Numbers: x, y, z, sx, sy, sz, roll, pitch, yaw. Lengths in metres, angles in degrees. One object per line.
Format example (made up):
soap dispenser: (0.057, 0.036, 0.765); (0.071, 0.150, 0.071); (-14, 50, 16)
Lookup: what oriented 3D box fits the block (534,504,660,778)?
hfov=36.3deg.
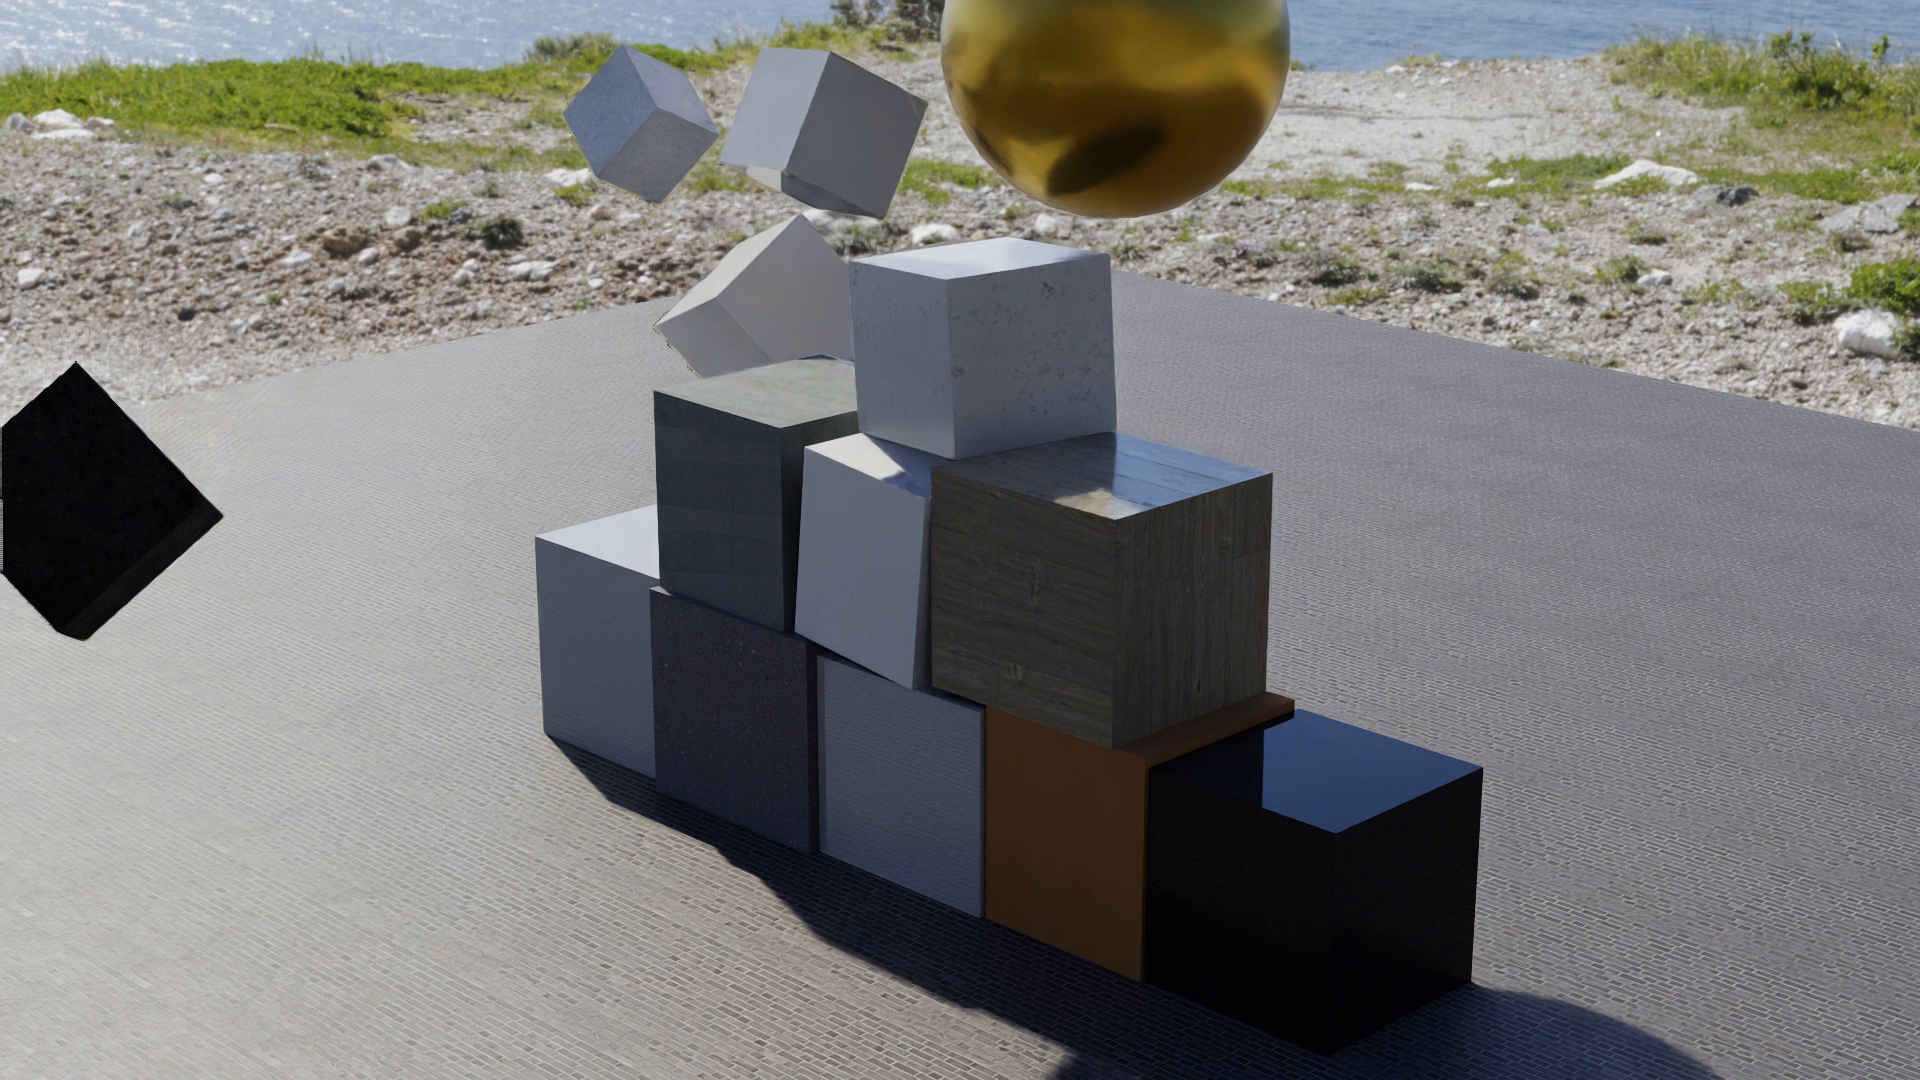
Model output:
block: (-1.445, 0.487, 15.021); (1.005, 1.064, 1.006); (-17, 24, -42)

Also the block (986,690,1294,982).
block: (0.785, 1.185, 12.882); (0.918, 1.015, 0.982); (17, 24, 42)

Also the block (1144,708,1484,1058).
block: (1.473, 1.403, 12.259); (0.983, 0.972, 0.971); (-17, 24, -42)

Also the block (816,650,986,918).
block: (0.091, 0.990, 13.570); (1.062, 0.975, 1.051); (-17, 24, -42)

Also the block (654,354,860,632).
block: (-0.752, -0.248, 14.033); (1.040, 0.976, 0.936); (-16, 23, -41)

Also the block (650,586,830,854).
block: (-0.692, 0.728, 14.293); (1.153, 1.041, 1.124); (-17, 24, -42)

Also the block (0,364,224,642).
block: (-3.404, -0.132, 11.342); (0.734, 0.713, 0.679); (-43, 2, -10)

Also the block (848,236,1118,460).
block: (0.100, -0.879, 13.185); (0.857, 0.791, 0.836); (-12, 16, -30)

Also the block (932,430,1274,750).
block: (0.608, 0.176, 12.732); (0.992, 1.001, 1.080); (-16, 24, -42)

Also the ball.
ball: (0.707, -2.267, 13.370); (1.600, 1.600, 1.600); (0, 17, 0)

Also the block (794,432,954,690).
block: (-0.152, 0.035, 13.347); (0.849, 0.905, 0.788); (-16, 29, -42)

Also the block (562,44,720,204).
block: (-1.763, -2.299, 16.203); (0.487, 0.539, 0.551); (19, 33, -48)

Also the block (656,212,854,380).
block: (-0.945, -1.100, 15.144); (0.666, 0.785, 0.832); (-48, 15, -23)

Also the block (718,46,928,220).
block: (-0.614, -1.827, 13.136); (0.564, 0.559, 0.595); (22, -3, -36)
